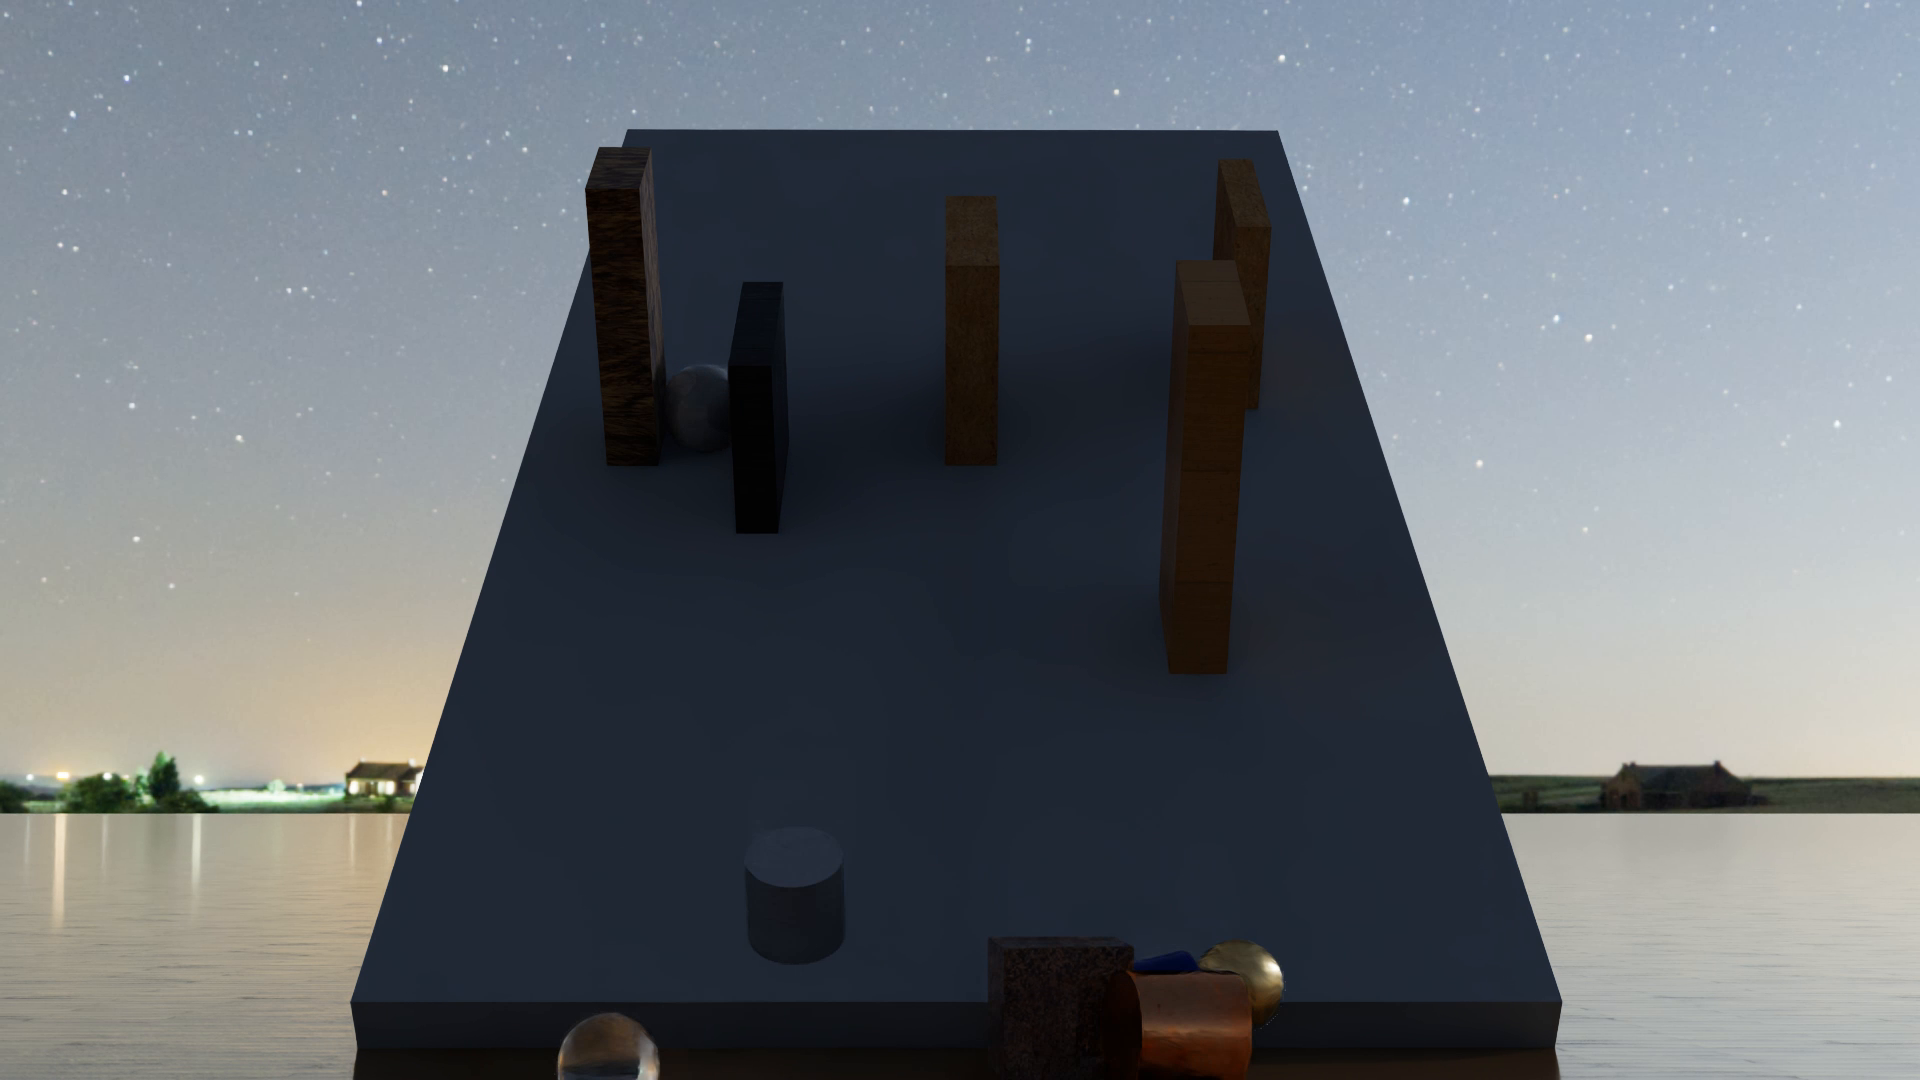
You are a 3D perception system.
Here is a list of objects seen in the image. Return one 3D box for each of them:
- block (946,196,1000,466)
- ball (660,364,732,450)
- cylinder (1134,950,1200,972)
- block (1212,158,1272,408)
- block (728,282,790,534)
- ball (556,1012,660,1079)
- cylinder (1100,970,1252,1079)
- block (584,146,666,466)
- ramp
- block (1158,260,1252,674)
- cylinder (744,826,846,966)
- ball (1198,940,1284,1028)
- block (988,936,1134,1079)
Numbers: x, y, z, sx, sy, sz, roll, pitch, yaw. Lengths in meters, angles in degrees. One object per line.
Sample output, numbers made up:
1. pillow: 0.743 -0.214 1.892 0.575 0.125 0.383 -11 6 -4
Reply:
1. block: 0.026 -0.490 5.634 0.119 0.501 0.401 0 30 0
2. ball: -0.594 -0.308 5.617 0.201 0.201 0.201 0 -6 0
3. cylinder: 0.304 0.739 3.850 0.144 0.144 0.144 -10 -3 -15
4. block: 0.678 -0.628 5.902 0.081 0.473 0.424 0 30 0
5. block: -0.445 -0.299 5.397 0.091 0.410 0.427 0 30 0
6. ball: -0.456 0.681 3.140 0.134 0.134 0.134 0 -6 0
7. cylinder: 0.304 0.691 3.418 0.165 0.165 0.165 4 -7 -17
8. block: -0.754 -0.528 5.515 0.117 0.682 0.247 0 30 0
9. ramp: -0.013 -0.206 5.745 2.000 0.100 4.000 0 30 0
10. block: 0.476 -0.138 4.773 0.114 0.768 0.294 0 30 0
11. cylinder: -0.279 0.602 4.102 0.166 0.166 0.166 0 30 0
12. ball: 0.447 0.715 3.895 0.144 0.144 0.144 0 -6 0
13. block: 0.150 0.705 3.663 0.194 0.194 0.194 1 -5 -7
